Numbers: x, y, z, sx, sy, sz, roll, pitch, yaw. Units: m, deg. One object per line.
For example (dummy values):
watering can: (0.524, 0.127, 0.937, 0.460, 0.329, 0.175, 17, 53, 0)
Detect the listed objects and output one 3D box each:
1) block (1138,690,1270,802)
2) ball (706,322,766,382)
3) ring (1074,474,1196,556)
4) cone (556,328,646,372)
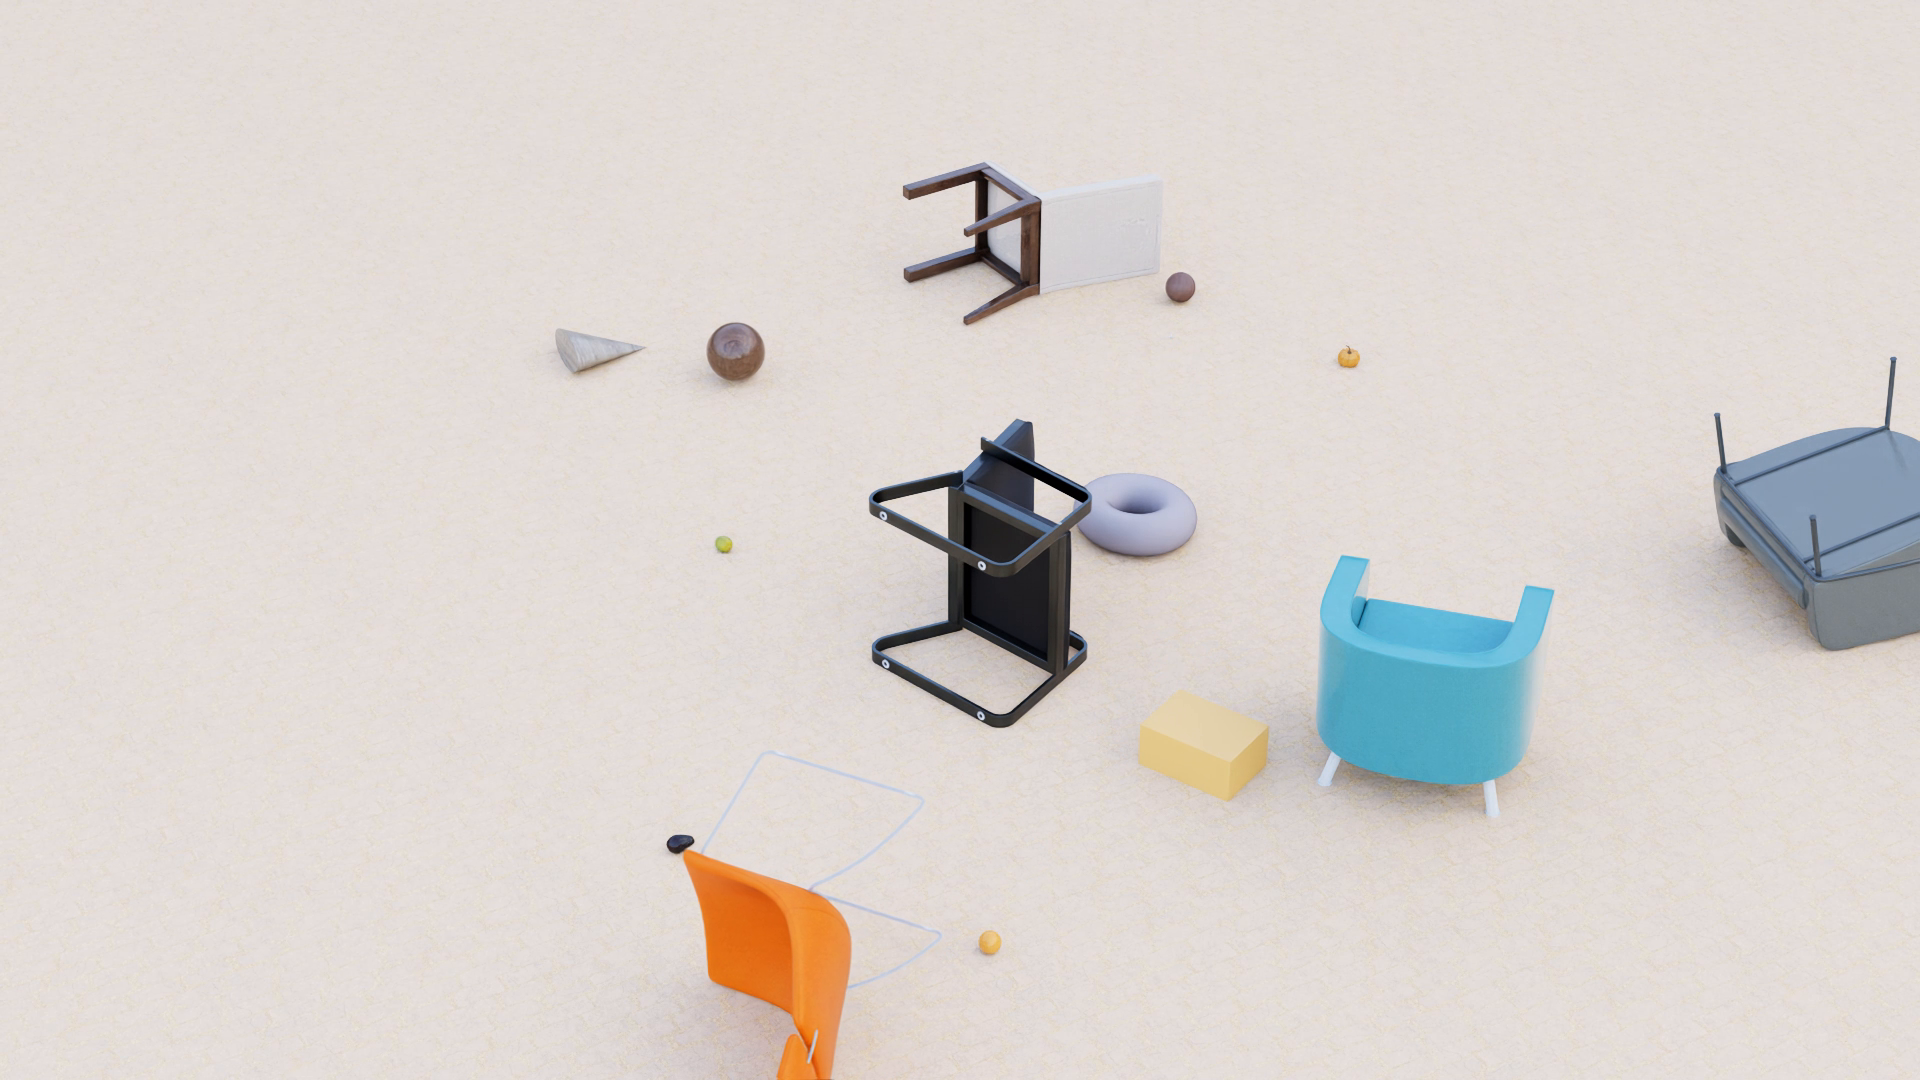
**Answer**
block: (0.811, 0.682, 9.761, 0.350, 0.164, 0.245, 22, 39, 29)
ball: (-0.908, -0.764, 11.886, 0.240, 0.240, 0.240, 0, 33, 0)
ring: (0.653, -0.097, 10.947, 0.478, 0.163, 0.404, 17, 38, 25)
cone: (-1.454, -0.788, 12.082, 0.351, 0.131, 0.315, -4, 31, -25)
